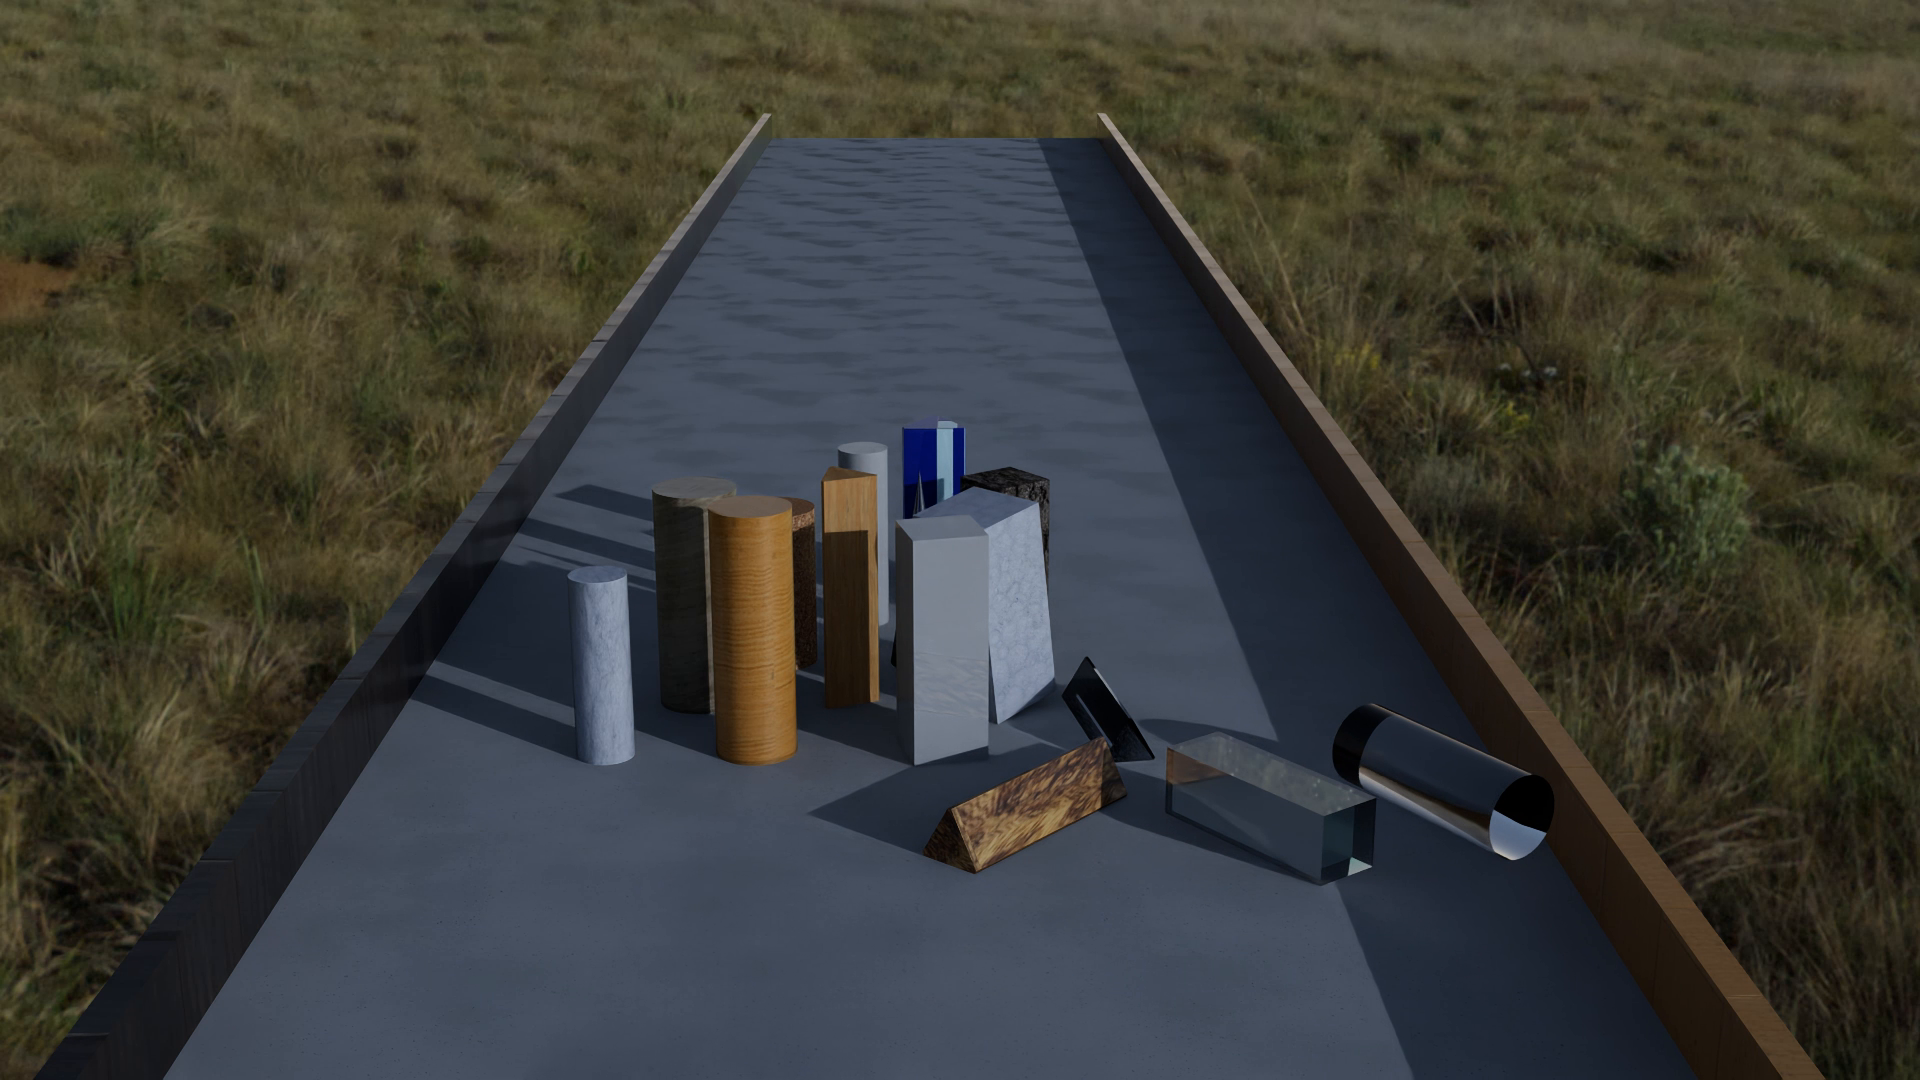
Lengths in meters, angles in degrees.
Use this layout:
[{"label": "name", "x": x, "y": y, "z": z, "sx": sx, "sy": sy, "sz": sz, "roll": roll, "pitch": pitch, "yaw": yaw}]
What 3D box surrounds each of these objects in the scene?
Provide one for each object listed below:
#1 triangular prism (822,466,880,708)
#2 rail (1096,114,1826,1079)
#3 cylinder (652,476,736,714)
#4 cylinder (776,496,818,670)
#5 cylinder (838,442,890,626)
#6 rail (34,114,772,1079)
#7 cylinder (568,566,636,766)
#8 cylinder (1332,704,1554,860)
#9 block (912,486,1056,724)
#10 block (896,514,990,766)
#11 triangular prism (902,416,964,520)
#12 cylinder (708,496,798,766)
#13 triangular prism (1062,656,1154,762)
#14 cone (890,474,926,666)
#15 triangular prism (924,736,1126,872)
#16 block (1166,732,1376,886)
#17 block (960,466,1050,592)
[{"label": "triangular prism", "x": -0.223, "y": 0.087, "z": 4.155, "sx": 0.109, "sy": 0.444, "sz": 0.094, "roll": -7, "pitch": 18, "yaw": -23}, {"label": "rail", "x": 0.932, "y": -0.844, "z": 7.801, "sx": 0.050, "sy": 0.150, "sz": 12.000, "roll": 0, "pitch": 17, "yaw": -1}, {"label": "cylinder", "x": -0.493, "y": 0.103, "z": 4.142, "sx": 0.156, "sy": 0.420, "sz": 0.156, "roll": 0, "pitch": 17, "yaw": 0}, {"label": "cylinder", "x": -0.362, "y": 0.087, "z": 4.377, "sx": 0.152, "sy": 0.317, "sz": 0.152, "roll": 0, "pitch": 17, "yaw": 0}, {"label": "cylinder", "x": -0.201, "y": -0.011, "z": 4.606, "sx": 0.103, "sy": 0.375, "sz": 0.103, "roll": 0, "pitch": 17, "yaw": 0}, {"label": "rail", "x": -1.118, "y": -0.838, "z": 7.780, "sx": 0.050, "sy": 0.150, "sz": 12.000, "roll": 0, "pitch": 17, "yaw": -1}, {"label": "cylinder", "x": -0.634, "y": 0.222, "z": 3.889, "sx": 0.104, "sy": 0.338, "sz": 0.104, "roll": 0, "pitch": 17, "yaw": 0}, {"label": "cylinder", "x": 0.795, "y": 0.396, "z": 3.644, "sx": 0.143, "sy": 0.143, "sz": 0.372, "roll": -10, "pitch": 19, "yaw": -30}, {"label": "block", "x": 0.048, "y": 0.120, "z": 4.110, "sx": 0.164, "sy": 0.386, "sz": 0.164, "roll": 15, "pitch": 31, "yaw": 42}, {"label": "block", "x": -0.032, "y": 0.178, "z": 3.900, "sx": 0.135, "sy": 0.416, "sz": 0.135, "roll": -4, "pitch": 17, "yaw": -14}, {"label": "triangular prism", "x": -0.056, "y": -0.086, "z": 4.877, "sx": 0.135, "sy": 0.364, "sz": 0.117, "roll": 0, "pitch": 17, "yaw": 1}, {"label": "cylinder", "x": -0.365, "y": 0.160, "z": 3.890, "sx": 0.146, "sy": 0.456, "sz": 0.146, "roll": 0, "pitch": 17, "yaw": 0}, {"label": "triangular prism", "x": 0.271, "y": 0.306, "z": 4.047, "sx": 0.093, "sy": 0.081, "sz": 0.329, "roll": -3, "pitch": 17, "yaw": -10}, {"label": "cone", "x": -0.079, "y": 0.053, "z": 4.353, "sx": 0.120, "sy": 0.396, "sz": 0.120, "roll": 0, "pitch": 17, "yaw": 0}, {"label": "triangular prism", "x": 0.113, "y": 0.424, "z": 3.625, "sx": 0.110, "sy": 0.095, "sz": 0.404, "roll": 14, "pitch": 22, "yaw": 38}, {"label": "block", "x": 0.499, "y": 0.431, "z": 3.570, "sx": 0.118, "sy": 0.118, "sz": 0.356, "roll": -12, "pitch": 21, "yaw": -36}, {"label": "block", "x": 0.094, "y": 0.019, "z": 4.623, "sx": 0.132, "sy": 0.309, "sz": 0.132, "roll": -12, "pitch": 20, "yaw": -36}]
